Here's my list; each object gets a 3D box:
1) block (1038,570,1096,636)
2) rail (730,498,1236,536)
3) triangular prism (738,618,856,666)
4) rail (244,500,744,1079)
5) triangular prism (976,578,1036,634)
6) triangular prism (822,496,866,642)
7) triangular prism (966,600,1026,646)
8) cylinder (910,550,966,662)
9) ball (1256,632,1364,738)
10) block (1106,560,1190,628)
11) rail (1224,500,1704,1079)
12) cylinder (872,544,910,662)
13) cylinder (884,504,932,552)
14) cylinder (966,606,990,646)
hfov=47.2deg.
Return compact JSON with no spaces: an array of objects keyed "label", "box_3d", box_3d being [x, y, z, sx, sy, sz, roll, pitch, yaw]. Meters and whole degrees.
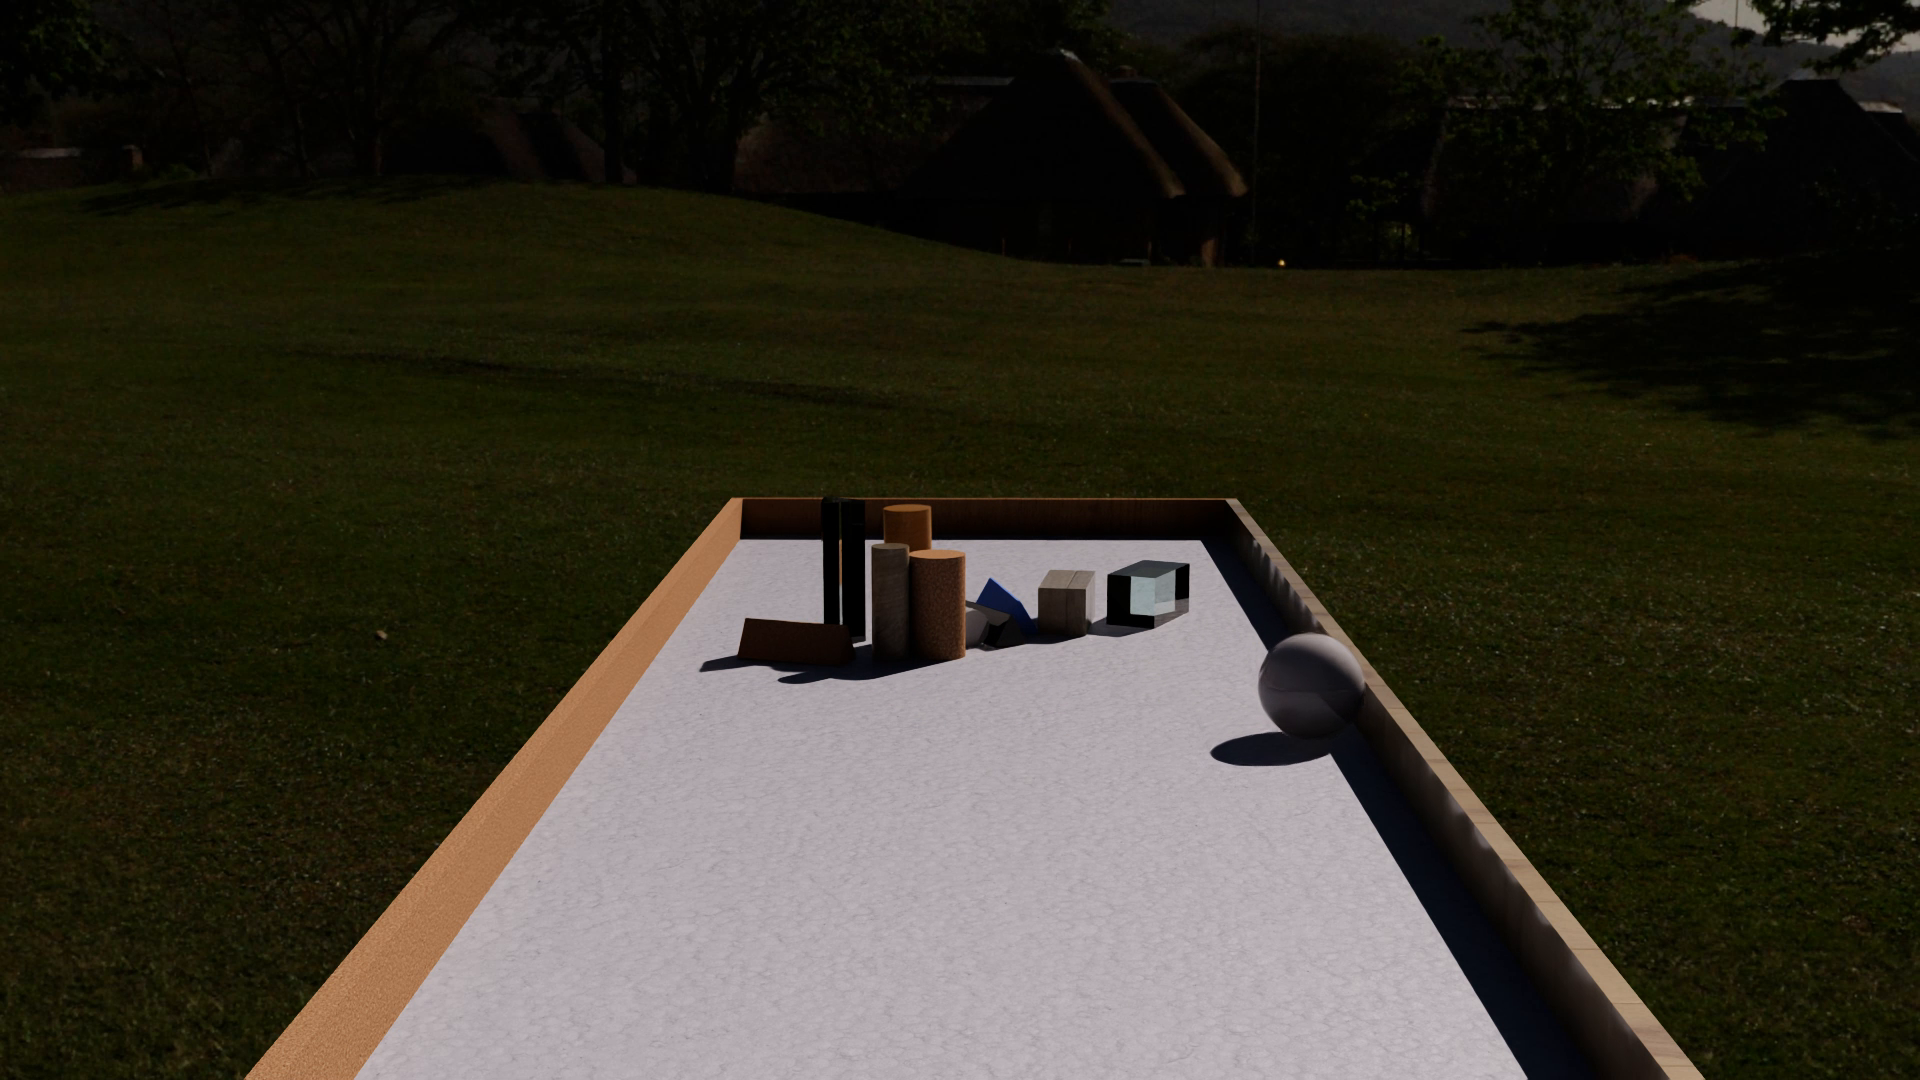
[{"label":"block","box_3d":[0.353,0.205,7.227,0.154,0.154,0.348,1,9,8]},{"label":"rail","box_3d":[0.099,-0.098,9.147,2.100,0.150,0.050,0,9,1]},{"label":"triangular prism","box_3d":[-0.499,0.304,6.705,0.337,0.114,0.132,3,10,20]},{"label":"rail","box_3d":[-1.004,0.839,3.234,0.050,0.150,12.000,0,9,1]},{"label":"triangular prism","box_3d":[0.148,0.214,7.292,0.125,0.108,0.443,-2,9,-11]},{"label":"triangular prism","box_3d":[-0.397,0.095,6.969,0.151,0.452,0.131,-5,10,-30]},{"label":"triangular prism","box_3d":[0.067,0.257,7.057,0.114,0.099,0.372,-5,10,-30]},{"label":"cylinder","box_3d":[-0.070,0.199,6.746,0.173,0.316,0.173,0,9,0]},{"label":"ball","box_3d":[0.914,0.380,5.730,0.277,0.277,0.277,0,9,0]},{"label":"block","box_3d":[0.631,0.179,7.346,0.168,0.168,0.325,4,10,26]},{"label":"rail","box_3d":[1.046,0.843,3.208,0.050,0.150,12.000,0,9,1]},{"label":"cylinder","box_3d":[-0.211,0.190,6.696,0.116,0.348,0.116,0,9,0]},{"label":"cylinder","box_3d":[-0.161,0.111,6.930,0.151,0.429,0.151,-1,9,0]},{"label":"cylinder","box_3d":[-0.052,0.253,7.038,0.118,0.118,0.361,-5,11,-31]}]
